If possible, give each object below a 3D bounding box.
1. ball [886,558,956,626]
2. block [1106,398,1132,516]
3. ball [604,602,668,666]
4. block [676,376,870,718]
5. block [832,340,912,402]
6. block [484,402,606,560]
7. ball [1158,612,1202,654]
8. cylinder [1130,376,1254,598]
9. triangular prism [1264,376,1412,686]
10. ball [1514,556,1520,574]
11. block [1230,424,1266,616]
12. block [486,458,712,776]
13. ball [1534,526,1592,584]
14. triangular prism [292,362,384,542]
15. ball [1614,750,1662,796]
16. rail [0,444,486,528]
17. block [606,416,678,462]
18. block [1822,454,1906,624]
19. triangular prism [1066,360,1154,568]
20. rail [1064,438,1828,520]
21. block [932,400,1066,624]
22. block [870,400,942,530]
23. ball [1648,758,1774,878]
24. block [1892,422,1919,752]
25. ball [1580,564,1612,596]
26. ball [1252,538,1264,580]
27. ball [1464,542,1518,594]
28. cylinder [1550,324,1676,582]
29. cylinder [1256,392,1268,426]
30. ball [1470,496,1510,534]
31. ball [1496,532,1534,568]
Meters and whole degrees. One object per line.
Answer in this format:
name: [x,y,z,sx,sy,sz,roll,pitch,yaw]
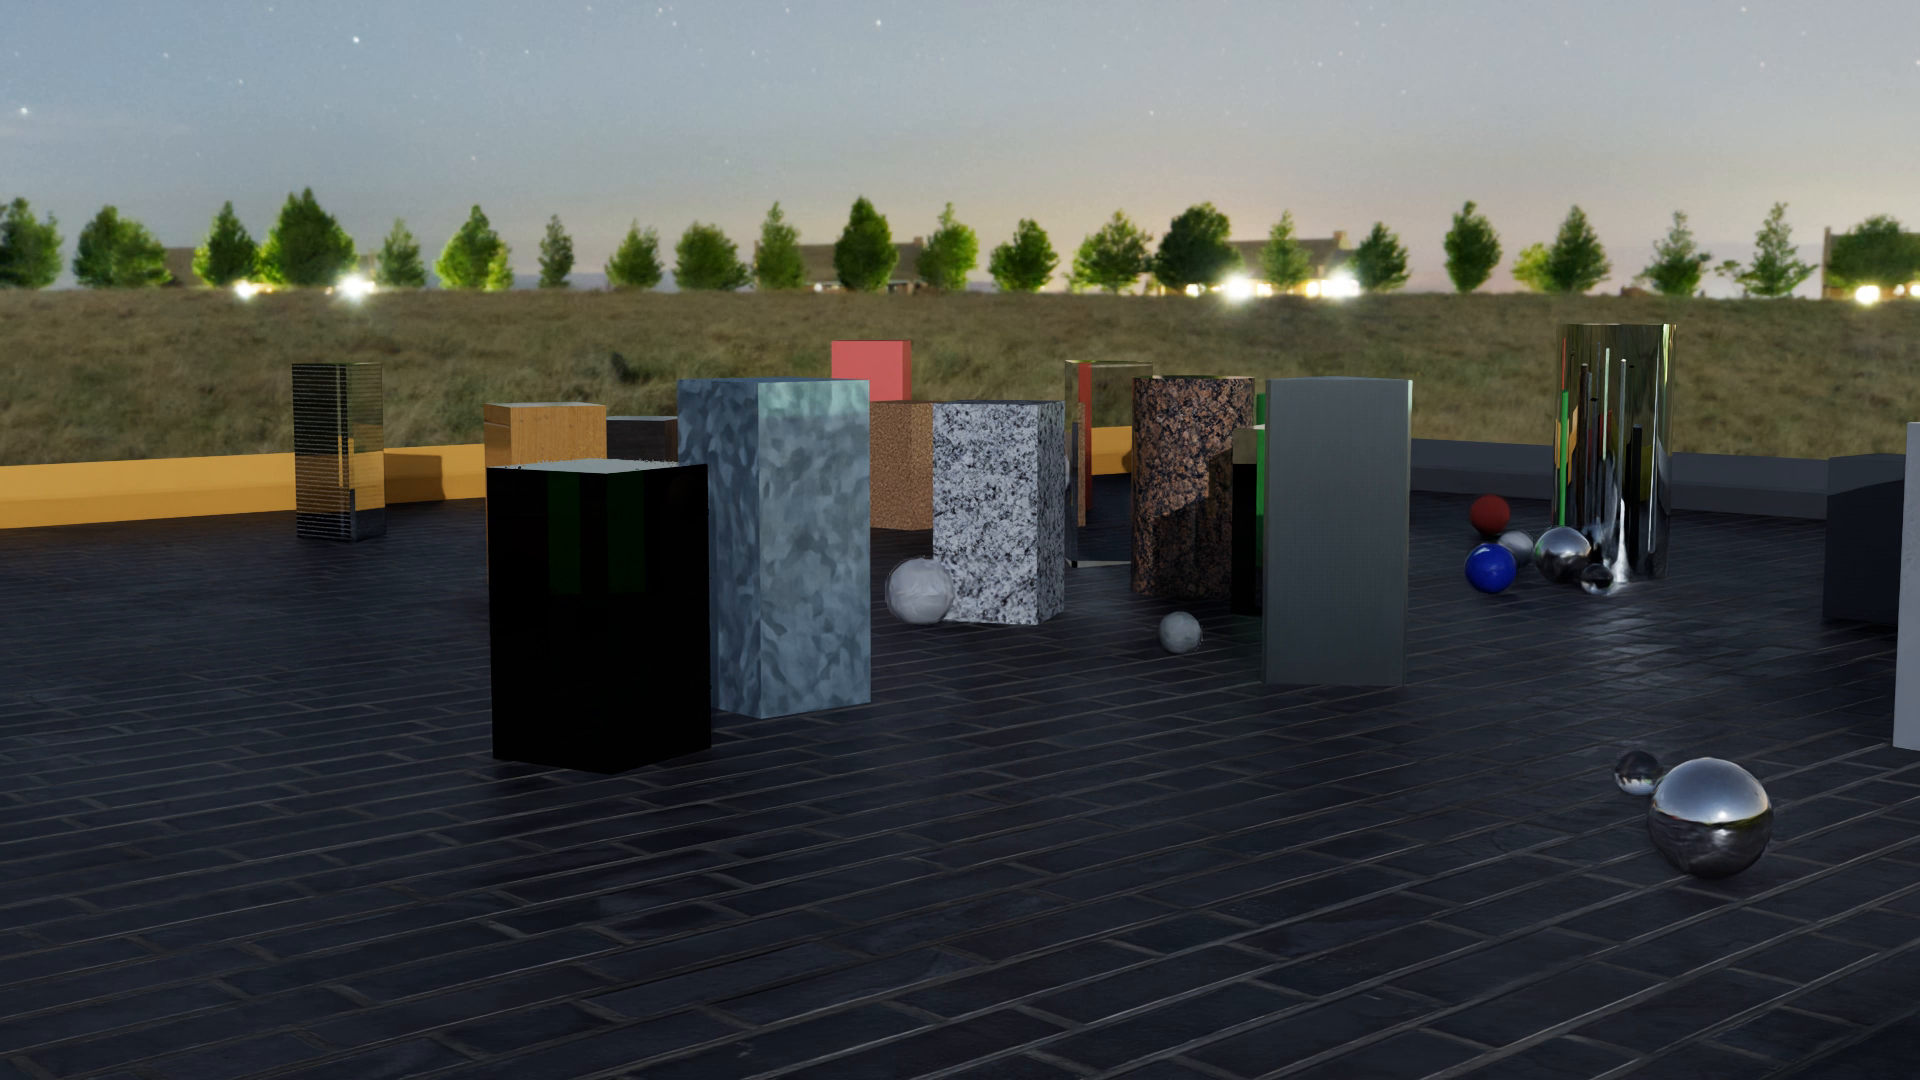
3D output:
ball: [-0.055,0.073,3.090,0.096,0.096,0.096,0,6,0]
block: [0.422,-0.182,4.795,0.154,0.248,0.154,-2,6,-22]
ball: [-0.406,0.118,2.753,0.078,0.078,0.078,0,6,0]
block: [-0.210,0.002,2.483,0.154,0.365,0.154,-5,8,-41]
block: [-0.192,-0.248,4.810,0.154,0.375,0.154,1,6,6]
block: [-0.663,-0.071,3.520,0.154,0.292,0.154,-3,7,-27]
ball: [0.284,0.120,2.844,0.055,0.055,0.055,0,6,0]
cylinder: [0.367,-0.088,3.472,0.192,0.338,0.192,0,6,0]
triangular prism: [0.453,-0.016,2.667,0.166,0.361,0.144,1,6,7]
ball: [0.896,0.043,3.618,0.046,0.046,0.046,0,6,0]
block: [0.501,-0.030,3.234,0.154,0.271,0.154,3,7,28]
block: [-0.359,0.070,2.196,0.154,0.290,0.154,4,7,32]
ball: [0.979,0.025,3.570,0.092,0.092,0.092,0,6,0]
triangular prism: [-1.182,-0.174,4.282,0.166,0.339,0.144,4,7,35]
ball: [0.622,0.213,2.017,0.043,0.043,0.043,0,6,0]
rail: [-1.442,-0.131,4.886,4.491,0.125,0.045,-6,8,-42]
block: [-0.599,-0.108,4.124,0.154,0.241,0.154,1,6,12]
block: [1.361,-0.003,3.175,0.154,0.231,0.154,-5,8,-41]
triangular prism: [0.229,-0.139,3.881,0.166,0.353,0.144,-4,7,-32]
rail: [1.633,-0.125,4.831,0.045,0.125,4.300,-6,8,-42]
block: [0.058,-0.044,3.186,0.154,0.310,0.154,2,6,17]
block: [-0.103,-0.157,4.521,0.154,0.254,0.154,5,8,42]
ball: [0.589,0.218,1.726,0.094,0.094,0.094,0,6,0]
block: [1.059,0.048,2.210,0.154,0.330,0.154,-4,7,-36]
ball: [0.991,0.062,3.424,0.049,0.049,0.049,0,6,0]
ball: [0.460,0.031,3.583,0.078,0.078,0.078,0,6,0]
ball: [0.832,0.044,3.444,0.080,0.080,0.080,0,6,0]
cylinder: [1.088,-0.150,3.669,0.192,0.419,0.192,0,6,0]
cylinder: [0.624,-0.113,3.924,0.192,0.293,0.192,0,6,0]
ball: [1.046,-0.049,4.341,0.078,0.078,0.078,0,6,0]
ball: [0.952,0.017,3.773,0.065,0.065,0.065,0,6,0]
